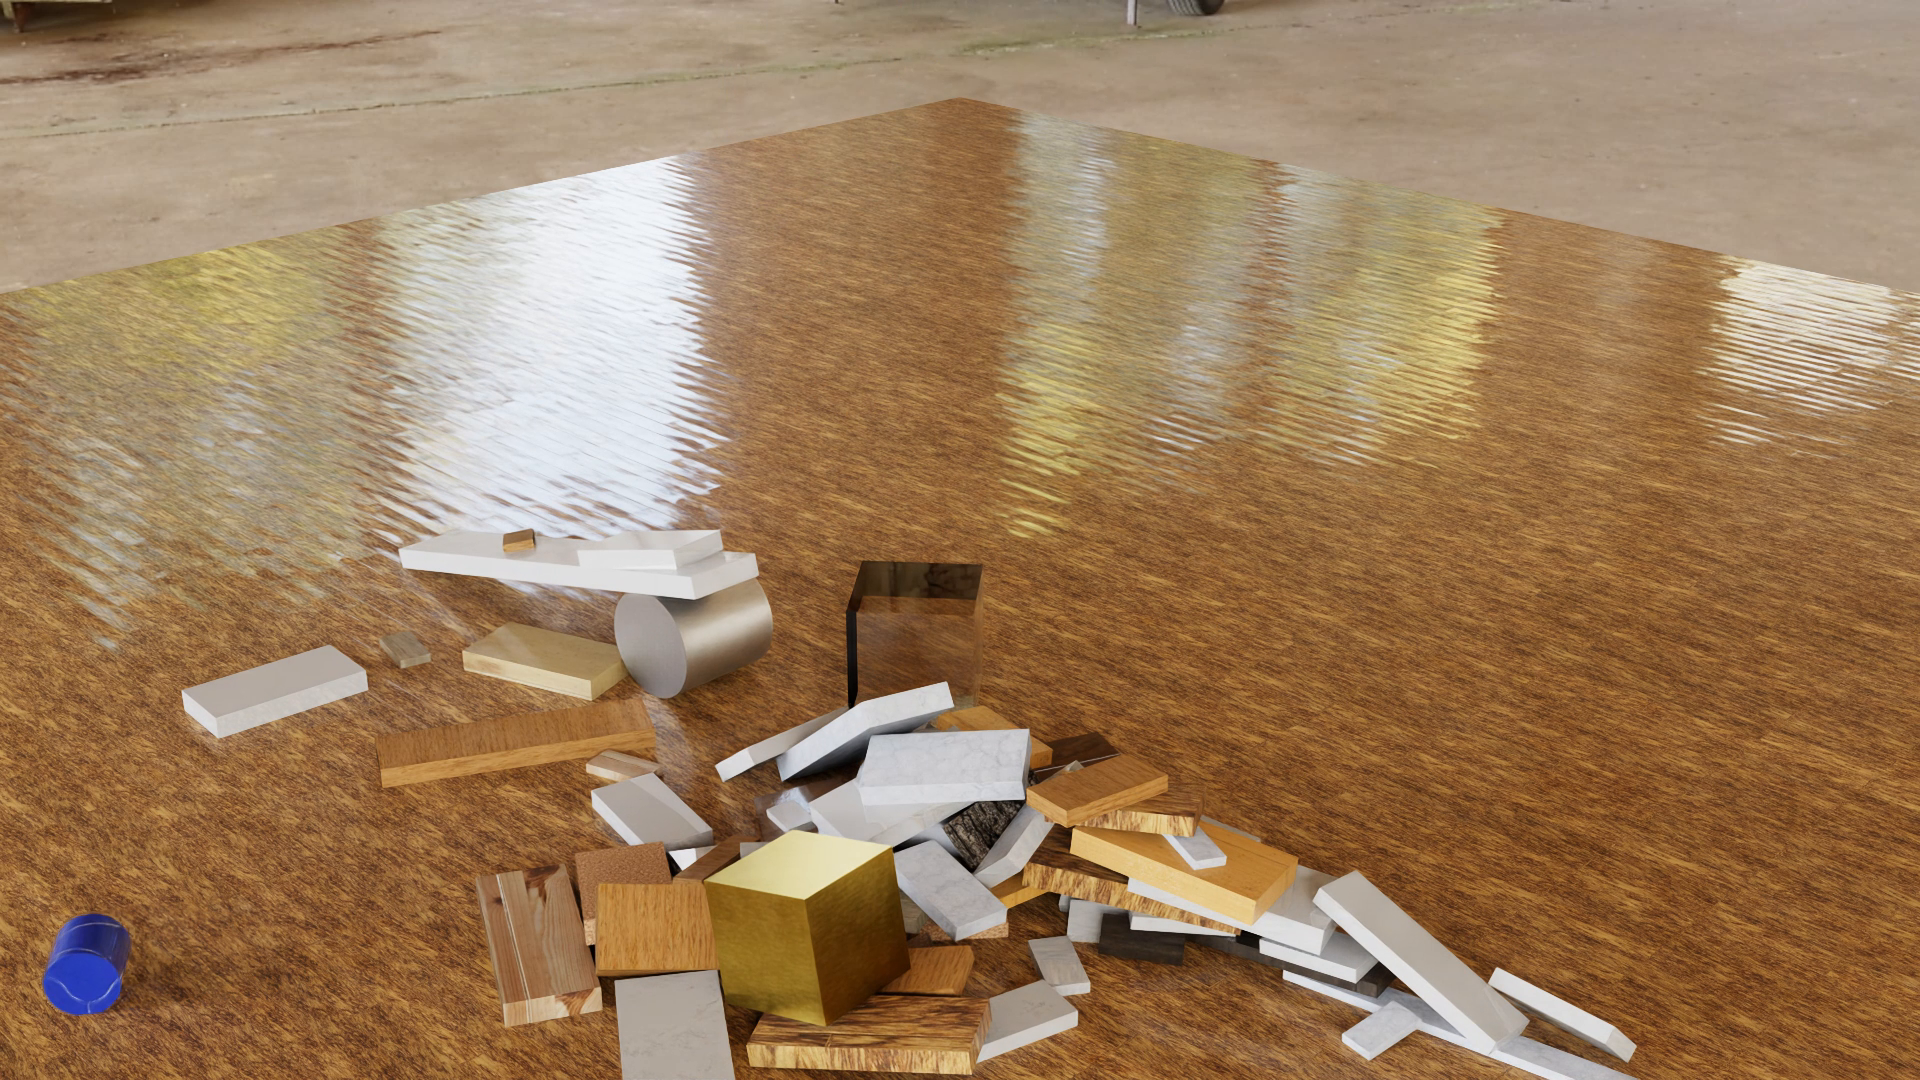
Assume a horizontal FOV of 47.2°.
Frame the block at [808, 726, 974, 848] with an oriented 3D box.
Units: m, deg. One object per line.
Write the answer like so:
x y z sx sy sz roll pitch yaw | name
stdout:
-0.099 0.481 4.172 0.336 0.048 0.168 -26 36 -23 | block

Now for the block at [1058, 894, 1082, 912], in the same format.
0.293 0.658 4.113 0.199 0.028 0.099 6 55 14 | block

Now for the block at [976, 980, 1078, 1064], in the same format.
0.081 0.826 3.773 0.220 0.031 0.110 -13 26 -29 | block

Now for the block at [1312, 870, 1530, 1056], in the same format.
0.790 0.723 3.784 0.116 0.033 0.395 -13 45 -46 | block

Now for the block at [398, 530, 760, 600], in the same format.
-0.931 0.050 5.185 0.176 0.050 1.256 -22 17 -40 | block

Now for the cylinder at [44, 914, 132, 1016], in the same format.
-1.526 0.743 3.850 0.126 0.126 0.126 -5 23 -11 | cylinder

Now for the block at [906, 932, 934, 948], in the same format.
-0.074 0.774 3.861 0.102 0.029 0.203 -23 27 -6 | block

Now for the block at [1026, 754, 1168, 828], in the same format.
0.247 0.447 3.942 0.231 0.033 0.116 -15 24 -33 | block

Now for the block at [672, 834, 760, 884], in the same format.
-0.456 0.605 4.144 0.058 0.017 0.257 2 11 19 | block

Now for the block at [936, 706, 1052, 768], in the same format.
0.067 0.395 4.350 0.114 0.032 0.229 -9 24 -35 | block

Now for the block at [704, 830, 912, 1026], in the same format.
-0.260 0.661 3.778 0.230 0.230 0.230 3 18 38 | block

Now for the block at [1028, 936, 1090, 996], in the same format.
0.176 0.762 3.936 0.076 0.022 0.152 -5 23 -11 | block

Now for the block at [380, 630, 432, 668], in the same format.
-1.295 0.255 5.133 0.072 0.021 0.145 -14 27 -30 | block

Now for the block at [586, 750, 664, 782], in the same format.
-0.702 0.479 4.606 0.145 0.021 0.072 12 26 26 | block

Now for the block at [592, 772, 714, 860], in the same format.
-0.617 0.556 4.400 0.137 0.039 0.274 -14 27 -30 | block

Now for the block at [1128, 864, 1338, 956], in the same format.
0.502 0.621 3.938 0.360 0.051 0.180 16 26 21 | block

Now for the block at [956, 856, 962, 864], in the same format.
-0.064 0.585 4.341 0.114 0.032 0.228 -2 23 -4 | block

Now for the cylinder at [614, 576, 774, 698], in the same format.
-0.602 0.197 4.973 0.254 0.254 0.254 20 30 39 | cylinder

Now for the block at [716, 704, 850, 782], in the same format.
-0.365 0.426 4.611 0.274 0.039 0.137 -21 -7 -40 | block

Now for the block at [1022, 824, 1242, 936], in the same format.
0.334 0.613 4.044 0.404 0.051 0.180 11 24 12 | block

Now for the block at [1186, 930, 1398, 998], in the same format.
0.581 0.733 3.958 0.418 0.027 0.095 11 25 35 | block

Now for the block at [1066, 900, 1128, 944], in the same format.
0.276 0.703 4.038 0.152 0.022 0.076 3 47 7 | block

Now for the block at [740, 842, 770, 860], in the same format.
-0.381 0.599 4.119 0.058 0.017 0.117 -1 18 -7 | block

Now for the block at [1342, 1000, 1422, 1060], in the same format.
0.719 0.835 3.746 0.126 0.018 0.063 -24 34 -30 | block

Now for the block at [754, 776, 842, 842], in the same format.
-0.291 0.574 4.265 0.179 0.051 0.357 -13 19 -7 | block

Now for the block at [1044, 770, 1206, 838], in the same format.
0.299 0.475 3.967 0.269 0.038 0.135 4 21 15 | block

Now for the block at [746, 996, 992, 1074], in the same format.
-0.151 0.827 3.693 0.384 0.044 0.154 -2 22 15 | block

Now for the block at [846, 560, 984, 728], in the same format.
-0.096 0.229 4.870 0.273 0.273 0.273 2 23 5 | block

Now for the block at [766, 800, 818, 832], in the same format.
-0.327 0.541 4.275 0.059 0.017 0.117 -18 21 -22 | block

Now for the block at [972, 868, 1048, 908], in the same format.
0.058 0.653 4.102 0.203 0.029 0.102 -17 28 -34 | block

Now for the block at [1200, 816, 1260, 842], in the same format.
0.441 0.585 4.333 0.269 0.038 0.135 19 29 37 | block

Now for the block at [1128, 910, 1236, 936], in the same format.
0.403 0.678 4.010 0.191 0.027 0.095 4 24 -3 | block

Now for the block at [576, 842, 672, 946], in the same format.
-0.620 0.652 4.084 0.168 0.048 0.336 -7 14 -11 | block

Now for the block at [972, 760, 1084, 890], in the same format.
0.131 0.533 4.100 0.038 0.135 0.269 45 50 -4 | block

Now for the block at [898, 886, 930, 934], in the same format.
-0.152 0.675 4.054 0.203 0.029 0.102 2 26 23 | block

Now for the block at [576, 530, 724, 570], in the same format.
-0.693 0.021 4.911 0.303 0.043 0.152 0 16 38 | block

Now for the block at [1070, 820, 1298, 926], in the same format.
0.399 0.562 3.921 0.360 0.051 0.180 19 27 27 | block

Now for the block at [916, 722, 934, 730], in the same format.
-0.064 0.414 4.562 0.110 0.031 0.220 18 -15 35 | block

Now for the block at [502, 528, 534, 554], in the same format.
-1.073 0.001 5.349 0.072 0.021 0.145 -12 13 -8 | block

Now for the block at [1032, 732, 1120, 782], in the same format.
0.184 0.479 4.577 0.303 0.043 0.152 -9 25 -21 | block

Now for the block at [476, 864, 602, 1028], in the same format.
-0.768 0.727 3.986 0.168 0.048 0.428 -7 24 -16 | block

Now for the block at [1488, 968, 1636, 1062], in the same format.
1.021 0.805 3.731 0.231 0.033 0.116 23 -11 43 | block

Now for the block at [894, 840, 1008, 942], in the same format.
-0.029 0.640 4.028 0.114 0.032 0.229 -15 36 -34 | block

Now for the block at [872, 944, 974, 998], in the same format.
-0.094 0.761 3.832 0.220 0.031 0.110 -8 29 22 | block

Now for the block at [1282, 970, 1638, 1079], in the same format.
0.992 0.876 3.674 0.982 0.018 0.063 16 28 33 | block

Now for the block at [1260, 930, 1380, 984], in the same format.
0.638 0.724 3.894 0.191 0.027 0.095 12 26 36 | block

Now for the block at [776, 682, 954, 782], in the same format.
-0.198 0.386 4.380 0.179 0.051 0.540 -12 -12 -26 | block

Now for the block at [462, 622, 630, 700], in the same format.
-0.943 0.276 5.048 0.353 0.050 0.176 11 25 24 | block

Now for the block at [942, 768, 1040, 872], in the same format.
0.083 0.535 4.179 0.229 0.032 0.114 -30 81 -39 | block

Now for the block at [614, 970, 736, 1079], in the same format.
-0.479 0.851 3.689 0.179 0.051 0.357 -4 23 -10 | block

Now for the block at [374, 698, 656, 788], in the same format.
-0.948 0.430 4.693 0.573 0.043 0.152 -7 24 -17 | block

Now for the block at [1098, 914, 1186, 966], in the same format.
0.330 0.723 3.980 0.152 0.022 0.076 8 43 5 | block

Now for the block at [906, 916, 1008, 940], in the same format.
-0.030 0.697 4.078 0.228 0.032 0.114 -2 23 -5 | block

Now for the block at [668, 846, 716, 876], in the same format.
-0.449 0.636 4.131 0.137 0.039 0.274 -5 11 -19 | block

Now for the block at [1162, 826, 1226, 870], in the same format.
0.413 0.539 3.891 0.063 0.018 0.126 -5 26 -23 | block

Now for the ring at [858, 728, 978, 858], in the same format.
-0.035 0.493 4.315 0.345 0.115 0.345 2 30 -1 | ring

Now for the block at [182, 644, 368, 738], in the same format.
-1.527 0.335 4.908 0.353 0.050 0.176 -19 29 -37 | block

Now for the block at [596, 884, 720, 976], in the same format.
-0.489 0.691 3.897 0.308 0.044 0.154 3 64 -16 | block

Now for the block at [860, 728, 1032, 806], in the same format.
-0.025 0.428 4.150 0.308 0.044 0.154 -3 34 10 | block
